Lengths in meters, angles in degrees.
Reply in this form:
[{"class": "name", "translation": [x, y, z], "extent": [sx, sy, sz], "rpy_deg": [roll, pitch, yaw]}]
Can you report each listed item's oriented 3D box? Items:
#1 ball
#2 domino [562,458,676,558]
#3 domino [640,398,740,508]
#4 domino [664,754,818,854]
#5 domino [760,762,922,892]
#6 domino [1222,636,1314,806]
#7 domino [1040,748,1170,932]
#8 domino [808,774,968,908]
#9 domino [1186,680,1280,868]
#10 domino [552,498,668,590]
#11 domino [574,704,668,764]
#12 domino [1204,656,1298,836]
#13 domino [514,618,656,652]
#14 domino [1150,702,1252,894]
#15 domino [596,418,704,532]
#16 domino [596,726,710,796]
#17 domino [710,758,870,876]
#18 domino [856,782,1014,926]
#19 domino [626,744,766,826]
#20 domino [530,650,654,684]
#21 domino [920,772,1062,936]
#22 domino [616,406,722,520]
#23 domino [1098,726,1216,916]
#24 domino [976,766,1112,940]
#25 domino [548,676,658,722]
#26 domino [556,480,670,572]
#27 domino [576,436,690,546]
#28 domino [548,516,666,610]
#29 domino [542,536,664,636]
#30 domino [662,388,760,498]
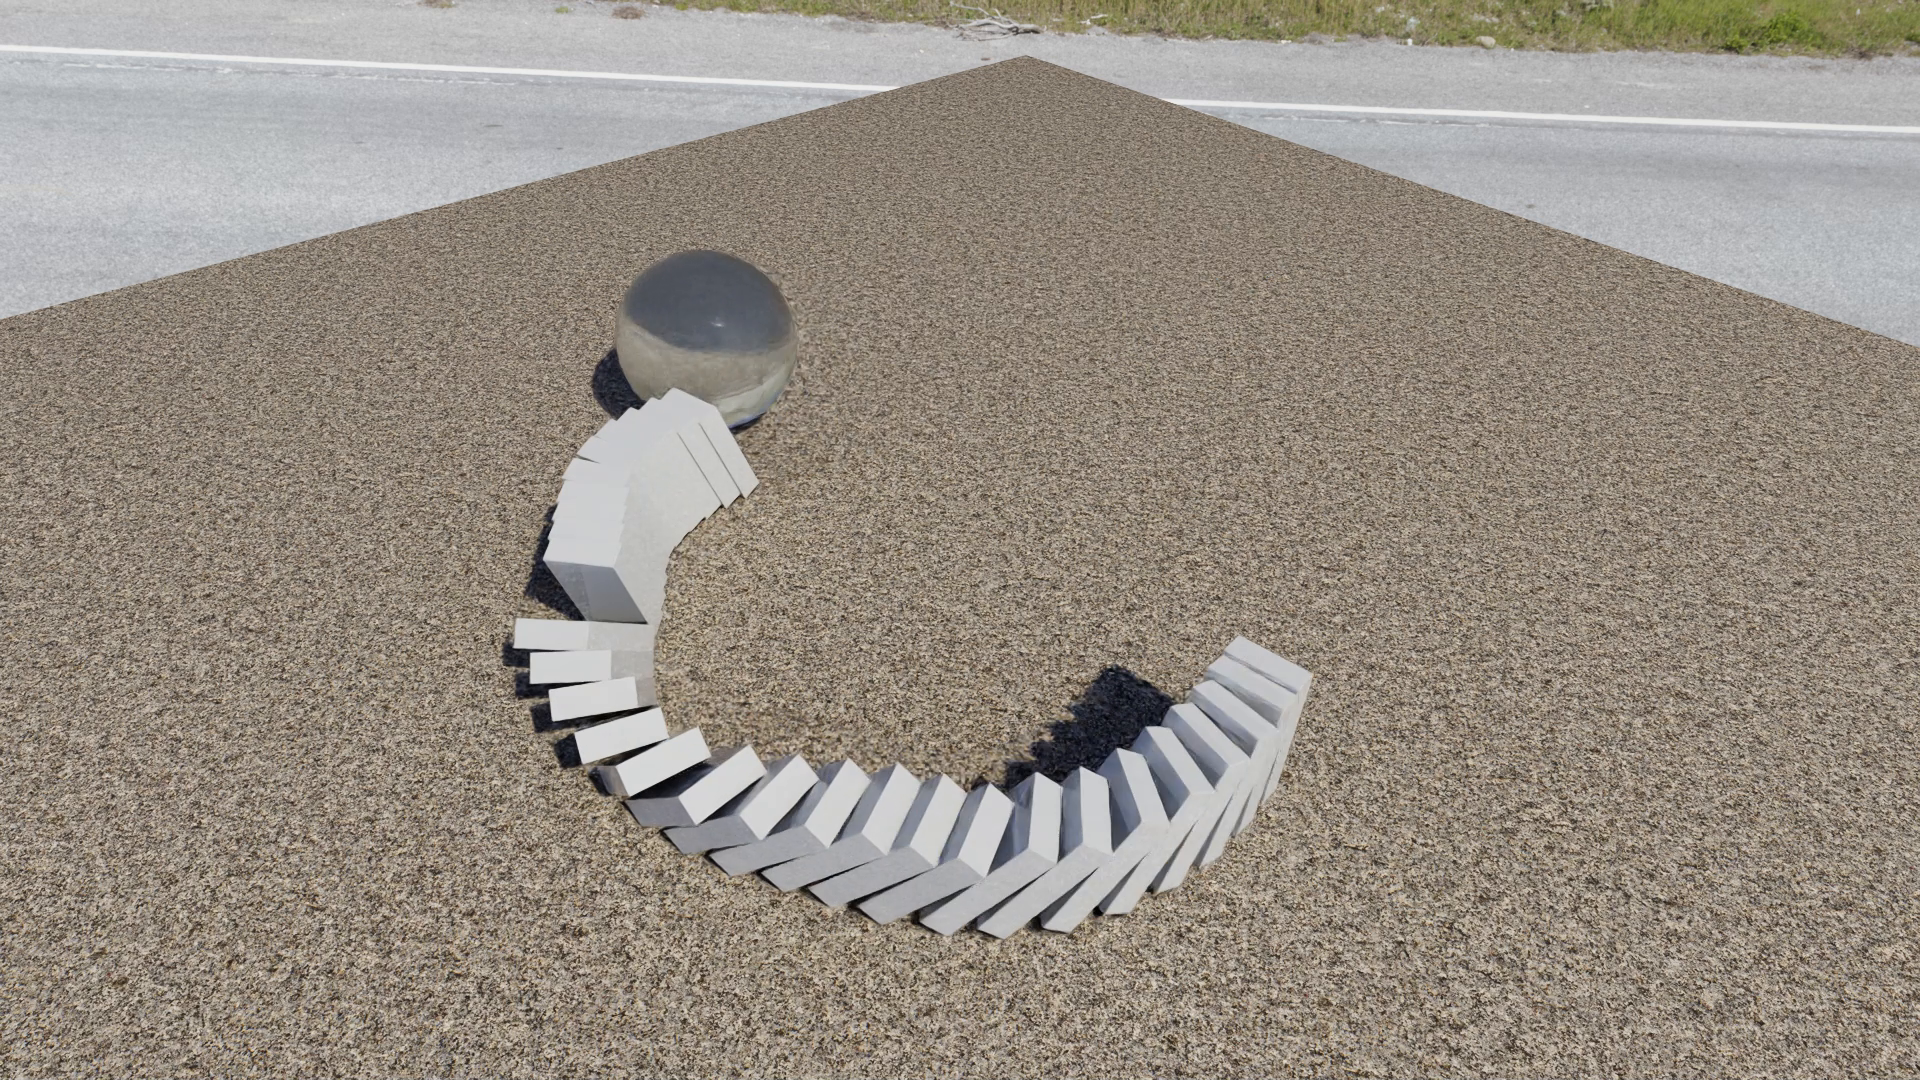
[{"class": "ball", "translation": [-0.114, -0.089, 0.497], "extent": [0.080, 0.080, 0.080], "rpy_deg": [0, 39, 0]}, {"class": "domino", "translation": [-0.131, -0.011, 0.424], "extent": [0.025, 0.050, 0.009], "rpy_deg": [12, 60, 15]}, {"class": "domino", "translation": [-0.112, -0.035, 0.454], "extent": [0.025, 0.050, 0.009], "rpy_deg": [25, 65, 28]}, {"class": "domino", "translation": [-0.065, 0.078, 0.323], "extent": [0.050, 0.009, 0.025], "rpy_deg": [-25, 15, 48]}, {"class": "domino", "translation": [-0.035, 0.083, 0.316], "extent": [0.009, 0.050, 0.025], "rpy_deg": [46, 42, -14]}, {"class": "domino", "translation": [0.090, 0.057, 0.342], "extent": [0.025, 0.050, 0.009], "rpy_deg": [29, 42, 31]}, {"class": "domino", "translation": [0.037, 0.085, 0.309], "extent": [0.009, 0.050, 0.025], "rpy_deg": [18, 33, -25]}, {"class": "domino", "translation": [-0.021, 0.086, 0.312], "extent": [0.009, 0.050, 0.025], "rpy_deg": [44, 42, -13]}, {"class": "domino", "translation": [0.073, 0.069, 0.326], "extent": [0.009, 0.050, 0.025], "rpy_deg": [-11, 38, -39]}, {"class": "domino", "translation": [-0.128, 0.004, 0.407], "extent": [0.025, 0.050, 0.010], "rpy_deg": [7, 59, 8]}, {"class": "domino", "translation": [-0.106, 0.060, 0.345], "extent": [0.025, 0.009, 0.050], "rpy_deg": [-15, -3, -18]}, {"class": "domino", "translation": [0.082, 0.063, 0.334], "extent": [0.025, 0.050, 0.009], "rpy_deg": [30, 36, 31]}, {"class": "domino", "translation": [-0.127, 0.033, 0.376], "extent": [0.025, 0.009, 0.050], "rpy_deg": [2, -5, 9]}, {"class": "domino", "translation": [0.062, 0.075, 0.320], "extent": [0.010, 0.050, 0.025], "rpy_deg": [-1, 34, -37]}, {"class": "domino", "translation": [-0.124, -0.025, 0.442], "extent": [0.025, 0.050, 0.009], "rpy_deg": [25, 65, 28]}, {"class": "domino", "translation": [-0.094, 0.067, 0.335], "extent": [0.025, 0.050, 0.010], "rpy_deg": [-24, 90, -26]}, {"class": "domino", "translation": [-0.050, 0.081, 0.319], "extent": [0.050, 0.009, 0.025], "rpy_deg": [-28, 19, 41]}, {"class": "domino", "translation": [-0.007, 0.088, 0.307], "extent": [0.009, 0.050, 0.025], "rpy_deg": [41, 42, -11]}, {"class": "domino", "translation": [-0.080, 0.074, 0.329], "extent": [0.025, 0.010, 0.050], "rpy_deg": [-35, 8, -35]}, {"class": "domino", "translation": [-0.121, 0.042, 0.366], "extent": [0.025, 0.050, 0.010], "rpy_deg": [-2, 84, -1]}, {"class": "domino", "translation": [0.008, 0.088, 0.307], "extent": [0.009, 0.050, 0.025], "rpy_deg": [33, 37, -17]}, {"class": "domino", "translation": [-0.118, -0.031, 0.449], "extent": [0.025, 0.050, 0.010], "rpy_deg": [25, 65, 28]}, {"class": "domino", "translation": [0.050, 0.080, 0.314], "extent": [0.010, 0.050, 0.025], "rpy_deg": [9, 32, -32]}, {"class": "domino", "translation": [0.023, 0.088, 0.307], "extent": [0.010, 0.050, 0.025], "rpy_deg": [28, 36, -18]}, {"class": "domino", "translation": [-0.114, 0.051, 0.355], "extent": [0.025, 0.050, 0.009], "rpy_deg": [-8, 84, -10]}, {"class": "domino", "translation": [-0.130, -0.003, 0.415], "extent": [0.025, 0.050, 0.009], "rpy_deg": [7, 59, 8]}, {"class": "domino", "translation": [-0.128, -0.019, 0.434], "extent": [0.025, 0.050, 0.010], "rpy_deg": [21, 63, 24]}, {"class": "domino", "translation": [-0.127, 0.010, 0.399], "extent": [0.025, 0.050, 0.010], "rpy_deg": [7, 59, 8]}, {"class": "domino", "translation": [-0.126, 0.017, 0.390], "extent": [0.025, 0.050, 0.010], "rpy_deg": [6, 58, 7]}, {"class": "domino", "translation": [-0.105, -0.040, 0.460], "extent": [0.025, 0.050, 0.009], "rpy_deg": [25, 65, 28]}]
